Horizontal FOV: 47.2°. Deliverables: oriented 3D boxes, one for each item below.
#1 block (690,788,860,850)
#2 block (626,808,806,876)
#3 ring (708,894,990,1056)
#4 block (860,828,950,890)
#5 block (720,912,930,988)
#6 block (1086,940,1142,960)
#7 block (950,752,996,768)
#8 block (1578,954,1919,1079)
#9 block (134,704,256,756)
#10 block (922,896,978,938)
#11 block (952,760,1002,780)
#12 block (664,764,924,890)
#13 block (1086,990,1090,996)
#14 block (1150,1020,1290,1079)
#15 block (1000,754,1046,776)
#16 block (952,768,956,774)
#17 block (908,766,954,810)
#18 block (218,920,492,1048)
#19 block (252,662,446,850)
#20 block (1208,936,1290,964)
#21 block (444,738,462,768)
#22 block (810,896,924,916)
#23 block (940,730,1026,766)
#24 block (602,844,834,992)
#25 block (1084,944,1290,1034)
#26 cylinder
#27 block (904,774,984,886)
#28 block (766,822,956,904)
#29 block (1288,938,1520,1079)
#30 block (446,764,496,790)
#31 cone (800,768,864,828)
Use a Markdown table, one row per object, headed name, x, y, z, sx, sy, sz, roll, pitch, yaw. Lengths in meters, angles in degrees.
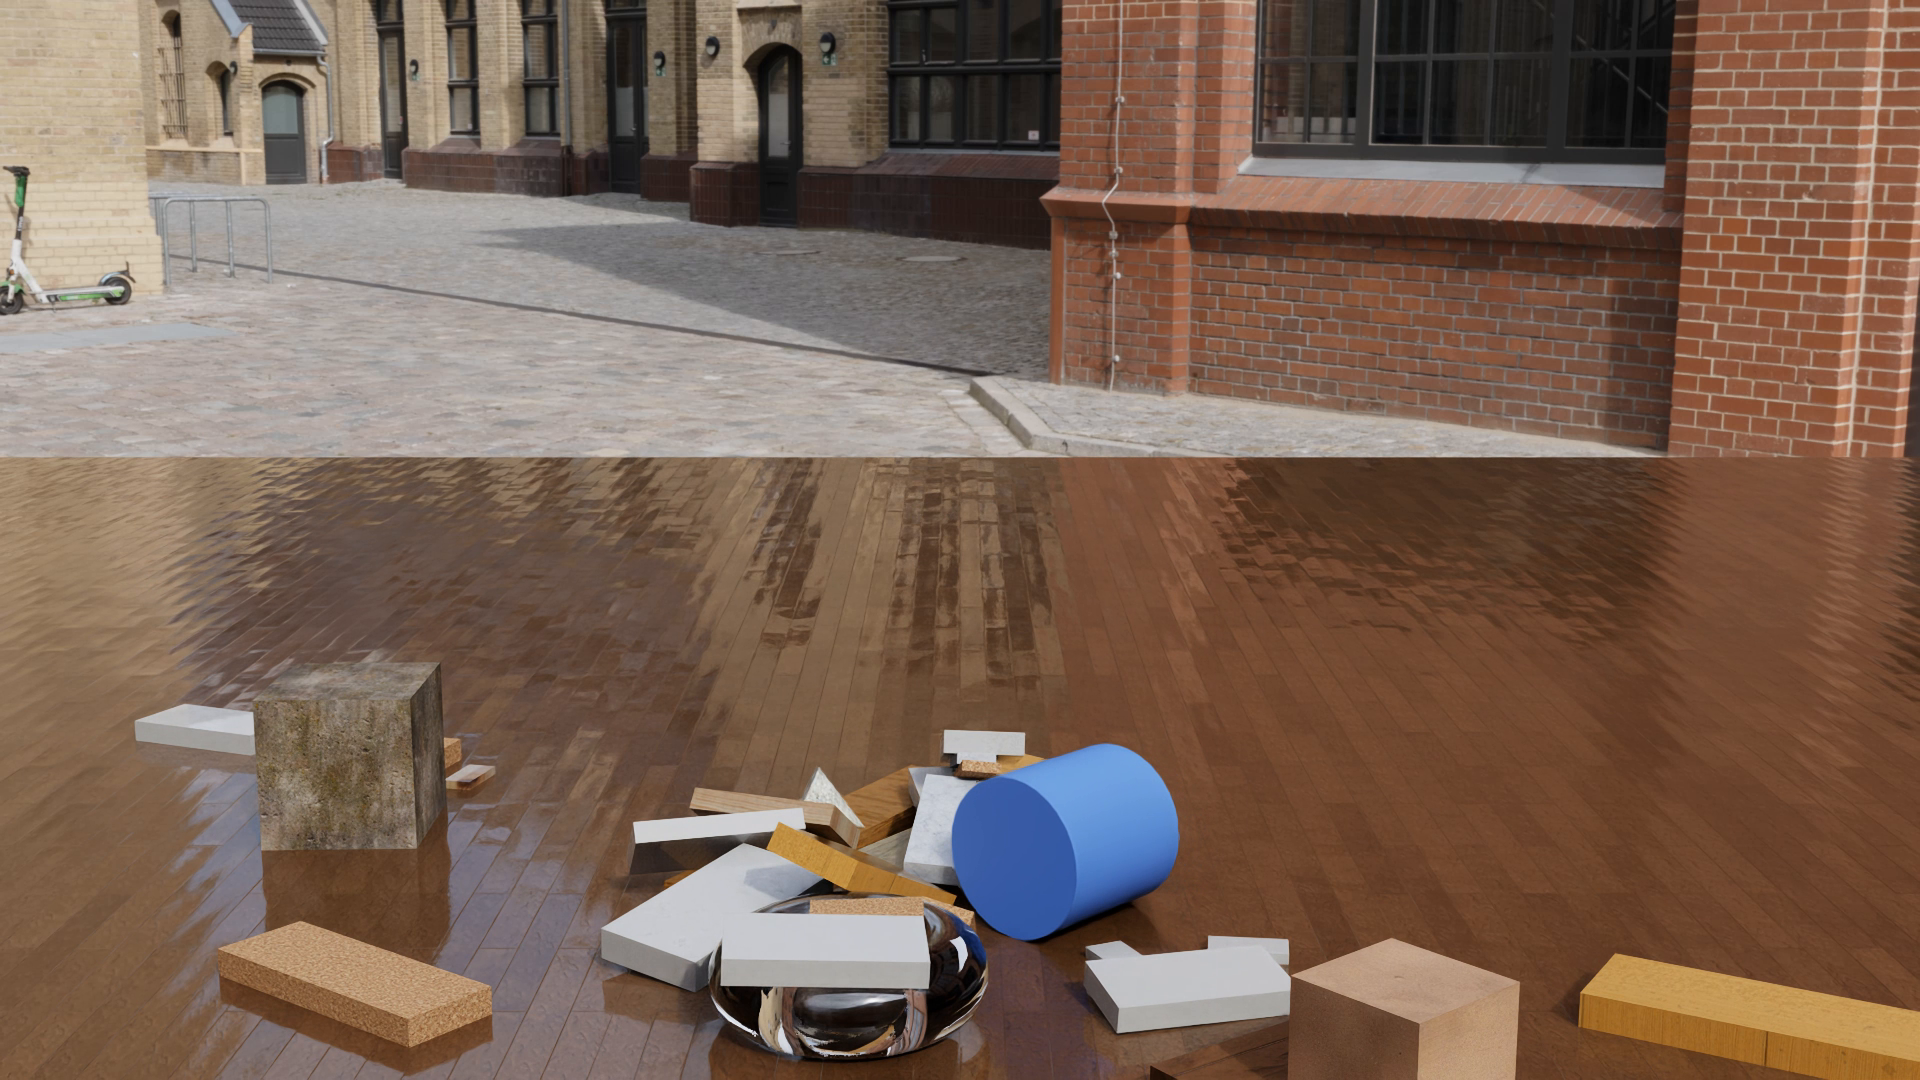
| name | x | y | z | sx | sy | sz | roll | pitch | yaw |
| --- | --- | --- | --- | --- | --- | --- | --- | --- | --- |
| block | -0.315 | 0.478 | 3.758 | 0.262 | 0.037 | 0.131 | 4 | -25 | 21 |
| block | -0.404 | 0.498 | 3.631 | 0.278 | 0.037 | 0.131 | -3 | -30 | -16 |
| ring | -0.159 | 0.618 | 3.149 | 0.403 | 0.134 | 0.403 | 0 | 12 | 0 |
| block | -0.042 | 0.542 | 3.801 | 0.160 | 0.045 | 0.319 | 8 | 13 | 35 |
| block | -0.186 | 0.561 | 3.011 | 0.279 | 0.040 | 0.140 | 2 | 16 | -6 |
| block | 0.247 | 0.642 | 3.342 | 0.062 | 0.017 | 0.123 | -5 | 12 | -24 |
| block | 0.022 | 0.390 | 3.882 | 0.068 | 0.019 | 0.136 | 2 | -9 | -5 |
| block | 1.127 | 0.675 | 3.071 | 0.474 | 0.051 | 0.179 | 6 | 12 | 31 |
| block | -1.554 | 0.395 | 4.601 | 0.299 | 0.042 | 0.149 | 4 | 11 | 22 |
| block | -0.018 | 0.584 | 3.347 | 0.081 | 0.023 | 0.163 | 16 | -22 | 9 |
| block | 0.026 | 0.415 | 3.849 | 0.068 | 0.019 | 0.136 | 6 | -22 | -8 |
| block | -0.229 | 0.525 | 3.910 | 0.142 | 0.040 | 0.781 | 6 | 12 | 29 |
| block | 0.256 | 0.661 | 3.241 | 0.123 | 0.017 | 0.062 | -5 | 12 | -25 |
| block | 0.405 | 0.707 | 2.928 | 0.279 | 0.040 | 0.140 | -8 | 13 | -35 |
| block | 0.154 | 0.464 | 4.235 | 0.283 | 0.040 | 0.142 | 9 | 14 | 42 |
| block | 0.025 | 0.420 | 3.983 | 0.068 | 0.019 | 0.136 | 1 | 2 | 6 |
| block | 0.005 | 0.471 | 3.935 | 0.160 | 0.045 | 0.319 | -1 | 11 | -8 |
| block | -0.895 | 0.649 | 3.237 | 0.442 | 0.042 | 0.149 | 8 | 13 | 36 |
| block | -1.104 | 0.389 | 4.004 | 0.273 | 0.273 | 0.273 | 0 | 11 | -2 |
| block | 0.445 | 0.632 | 3.392 | 0.123 | 0.017 | 0.062 | 1 | 11 | 7 |
| block | -1.120 | 0.446 | 4.328 | 0.149 | 0.042 | 0.299 | 3 | 11 | 15 |
| block | -0.133 | 0.538 | 3.149 | 0.163 | 0.023 | 0.081 | -2 | 11 | -2 |
| block | 0.038 | 0.378 | 3.992 | 0.142 | 0.040 | 0.283 | 2 | -9 | -2 |
| block | -0.373 | 0.583 | 3.428 | 0.179 | 0.051 | 0.358 | 13 | 21 | 29 |
| block | 0.335 | 0.648 | 3.186 | 0.279 | 0.040 | 0.139 | -2 | 18 | -17 |
| cylinder | 0.170 | 0.482 | 3.538 | 0.260 | 0.260 | 0.260 | 9 | 14 | 41 |
| block | -0.011 | 0.488 | 3.712 | 0.131 | 0.037 | 0.262 | 5 | 28 | 6 |
| block | -0.150 | 0.522 | 3.449 | 0.160 | 0.045 | 0.320 | 21 | -7 | 32 |
| block | 0.560 | 0.651 | 2.787 | 0.202 | 0.202 | 0.202 | -9 | 14 | -40 |
| block | -0.960 | 0.464 | 4.304 | 0.056 | 0.016 | 0.112 | 3 | 11 | 13 |
| cone | -0.222 | 0.482 | 3.884 | 0.121 | 0.121 | 0.121 | 26 | 10 | -4 |
